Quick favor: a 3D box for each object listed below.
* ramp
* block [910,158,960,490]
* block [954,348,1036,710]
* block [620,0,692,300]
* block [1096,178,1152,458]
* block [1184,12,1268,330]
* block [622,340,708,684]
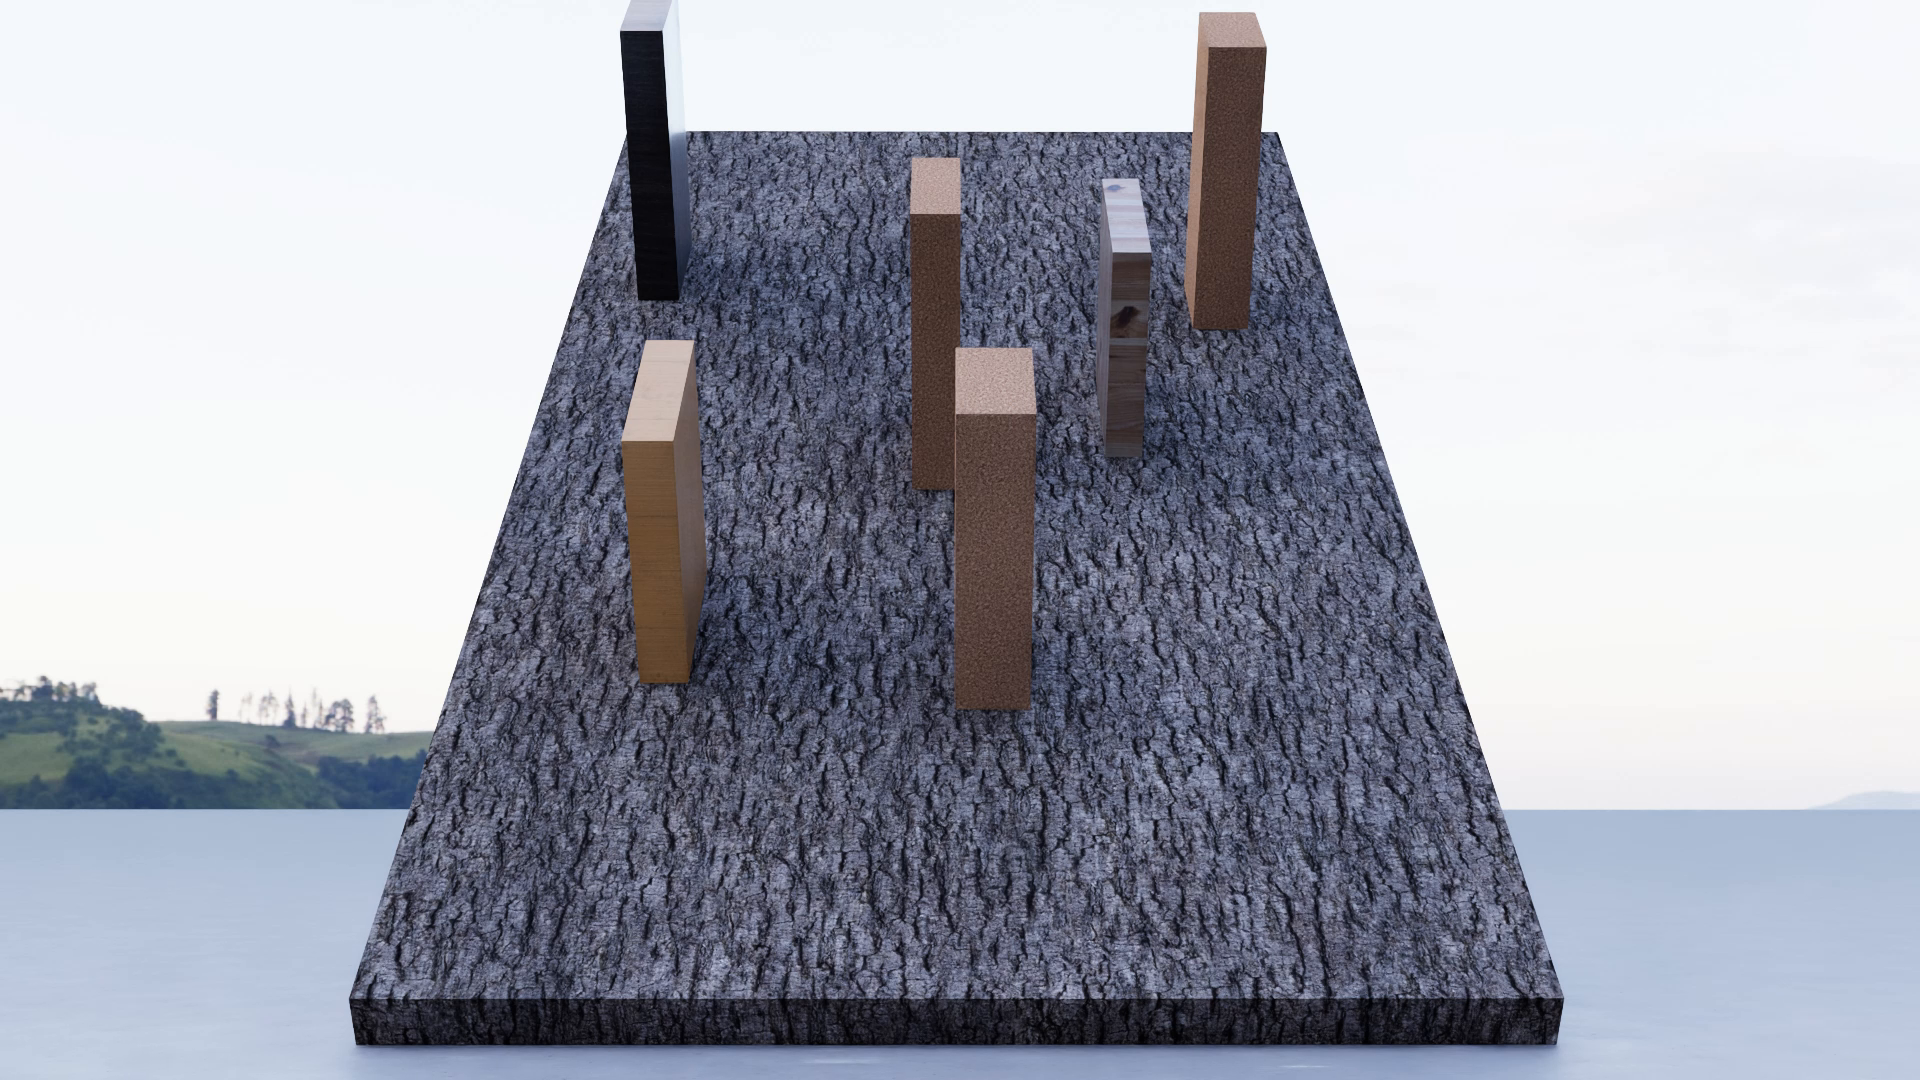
[{"bbox_3d":[-0.013,-0.208,5.732,2.000,0.100,4.000,0,30,0],"label":"ramp"},{"bbox_3d":[-0.054,-0.485,5.444,0.107,0.669,0.327,0,30,0],"label":"block"},{"bbox_3d":[0.064,-0.019,4.665,0.146,0.646,0.276,0,30,0],"label":"block"},{"bbox_3d":[-0.791,-1.039,6.331,0.108,0.730,0.375,0,30,0],"label":"block"},{"bbox_3d":[0.379,-0.524,5.667,0.085,0.514,0.435,0,30,0],"label":"block"},{"bbox_3d":[0.669,-0.933,6.138,0.141,0.749,0.271,0,30,0],"label":"block"},{"bbox_3d":[-0.586,-0.060,4.837,0.097,0.541,0.435,0,30,0],"label":"block"}]
